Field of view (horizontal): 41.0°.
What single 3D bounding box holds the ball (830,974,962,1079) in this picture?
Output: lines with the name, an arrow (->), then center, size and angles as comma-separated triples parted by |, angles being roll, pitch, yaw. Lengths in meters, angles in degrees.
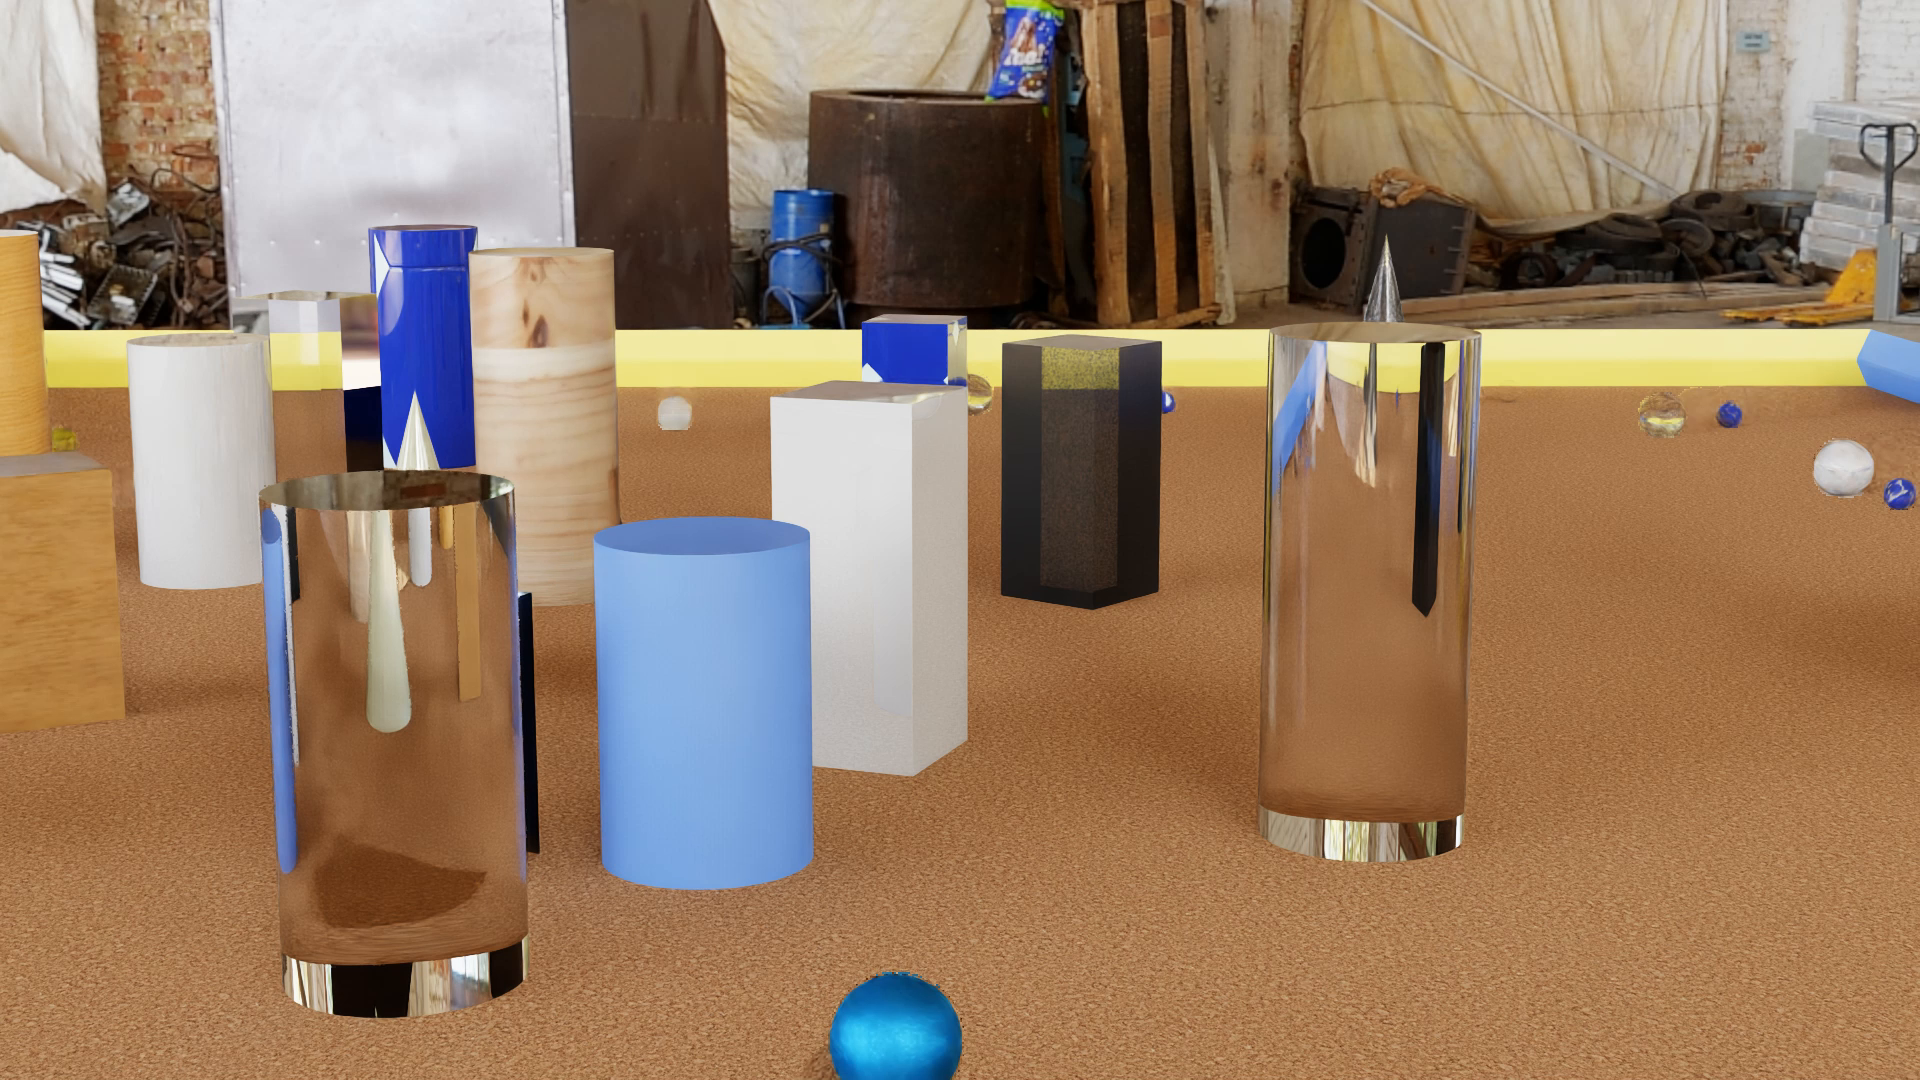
ball -> -0.045, 0.354, 1.813 | 0.094, 0.094, 0.094 | 0, 10, 0

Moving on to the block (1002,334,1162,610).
block -> 0.168, -0.098, 3.547 | 0.157, 0.352, 0.157 | 8, 13, 38

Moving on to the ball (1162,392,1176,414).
ball -> 0.434, -0.290, 5.423 | 0.045, 0.045, 0.045 | 0, 10, 0

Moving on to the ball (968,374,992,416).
ball -> 0.025, -0.304, 5.382 | 0.088, 0.088, 0.088 | 0, 10, 0

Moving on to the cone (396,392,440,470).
cone -> -0.625, 0.005, 2.972 | 0.197, 0.359, 0.197 | 0, 10, 0

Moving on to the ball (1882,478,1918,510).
ball -> 1.556, -0.076, 4.247 | 0.053, 0.053, 0.053 | 0, 10, 0

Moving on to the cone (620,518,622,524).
cone -> -0.598, -0.170, 3.845 | 0.197, 0.385, 0.197 | 0, 10, 0

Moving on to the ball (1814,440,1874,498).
ball -> 1.506, -0.122, 4.372 | 0.098, 0.098, 0.098 | 0, 10, 0

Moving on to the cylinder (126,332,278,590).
cylinder -> -1.081, -0.117, 3.673 | 0.197, 0.342, 0.197 | 0, 10, 0

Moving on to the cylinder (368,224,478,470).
cylinder -> -0.981, -0.358, 4.728 | 0.197, 0.433, 0.197 | 0, 10, 0

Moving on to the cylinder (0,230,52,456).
cylinder -> -1.448, -0.209, 3.785 | 0.197, 0.483, 0.197 | 0, 10, 0

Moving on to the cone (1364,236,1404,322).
cone -> 0.790, -0.362, 4.788 | 0.197, 0.418, 0.197 | 0, 10, 0

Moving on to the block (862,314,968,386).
block -> -0.081, -0.264, 4.653 | 0.157, 0.274, 0.157 | 2, 11, 13

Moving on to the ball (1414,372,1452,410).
ball -> 1.008, -0.317, 5.468 | 0.083, 0.083, 0.083 | 0, 10, 0

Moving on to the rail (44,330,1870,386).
rail -> -0.014, -0.412, 5.850 | 4.203, 0.128, 0.045 | 0, 10, 0

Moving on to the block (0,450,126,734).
block -> -1.051, 0.056, 2.897 | 0.157, 0.285, 0.157 | -6, 12, -31

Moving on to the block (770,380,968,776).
block -> -0.094, 0.036, 2.724 | 0.157, 0.389, 0.157 | 4, 11, 21

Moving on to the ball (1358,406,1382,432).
ball -> 0.825, -0.243, 5.156 | 0.050, 0.050, 0.050 | 0, 10, 0

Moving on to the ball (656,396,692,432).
ball -> -0.574, -0.254, 5.157 | 0.071, 0.071, 0.071 | 0, 10, 0

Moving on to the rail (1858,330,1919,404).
rail -> 2.078, 0.031, 3.461 | 0.045, 0.128, 4.932 | 0, 10, 0

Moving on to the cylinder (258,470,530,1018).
cylinder -> -0.448, 0.156, 2.046 | 0.197, 0.399, 0.197 | 0, 10, 0

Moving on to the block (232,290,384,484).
block -> -1.022, -0.199, 4.036 | 0.157, 0.371, 0.157 | 4, 11, 22

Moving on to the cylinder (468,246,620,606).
cylinder -> -0.572, -0.161, 3.548 | 0.197, 0.474, 0.197 | 0, 10, 0

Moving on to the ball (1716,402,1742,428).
ball -> 1.562, -0.253, 5.207 | 0.051, 0.051, 0.051 | 0, 10, 0

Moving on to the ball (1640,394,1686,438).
ball -> 1.386, -0.244, 5.061 | 0.088, 0.088, 0.088 | 0, 10, 0

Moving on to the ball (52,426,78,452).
ball -> -1.690, -0.185, 4.829 | 0.055, 0.055, 0.055 | 0, 10, 0

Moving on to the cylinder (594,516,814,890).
cylinder -> -0.235, 0.145, 2.363 | 0.197, 0.304, 0.197 | 0, 10, 0

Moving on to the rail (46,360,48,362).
rail -> -2.078, 0.035, 3.437 | 0.045, 0.128, 4.932 | 0, 10, 0

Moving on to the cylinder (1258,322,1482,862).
cylinder -> 0.385, 0.044, 2.427 | 0.197, 0.481, 0.197 | 0, 10, 0

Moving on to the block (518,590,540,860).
block -> -0.498, 0.177, 2.342 | 0.157, 0.250, 0.157 | 5, 12, 26
